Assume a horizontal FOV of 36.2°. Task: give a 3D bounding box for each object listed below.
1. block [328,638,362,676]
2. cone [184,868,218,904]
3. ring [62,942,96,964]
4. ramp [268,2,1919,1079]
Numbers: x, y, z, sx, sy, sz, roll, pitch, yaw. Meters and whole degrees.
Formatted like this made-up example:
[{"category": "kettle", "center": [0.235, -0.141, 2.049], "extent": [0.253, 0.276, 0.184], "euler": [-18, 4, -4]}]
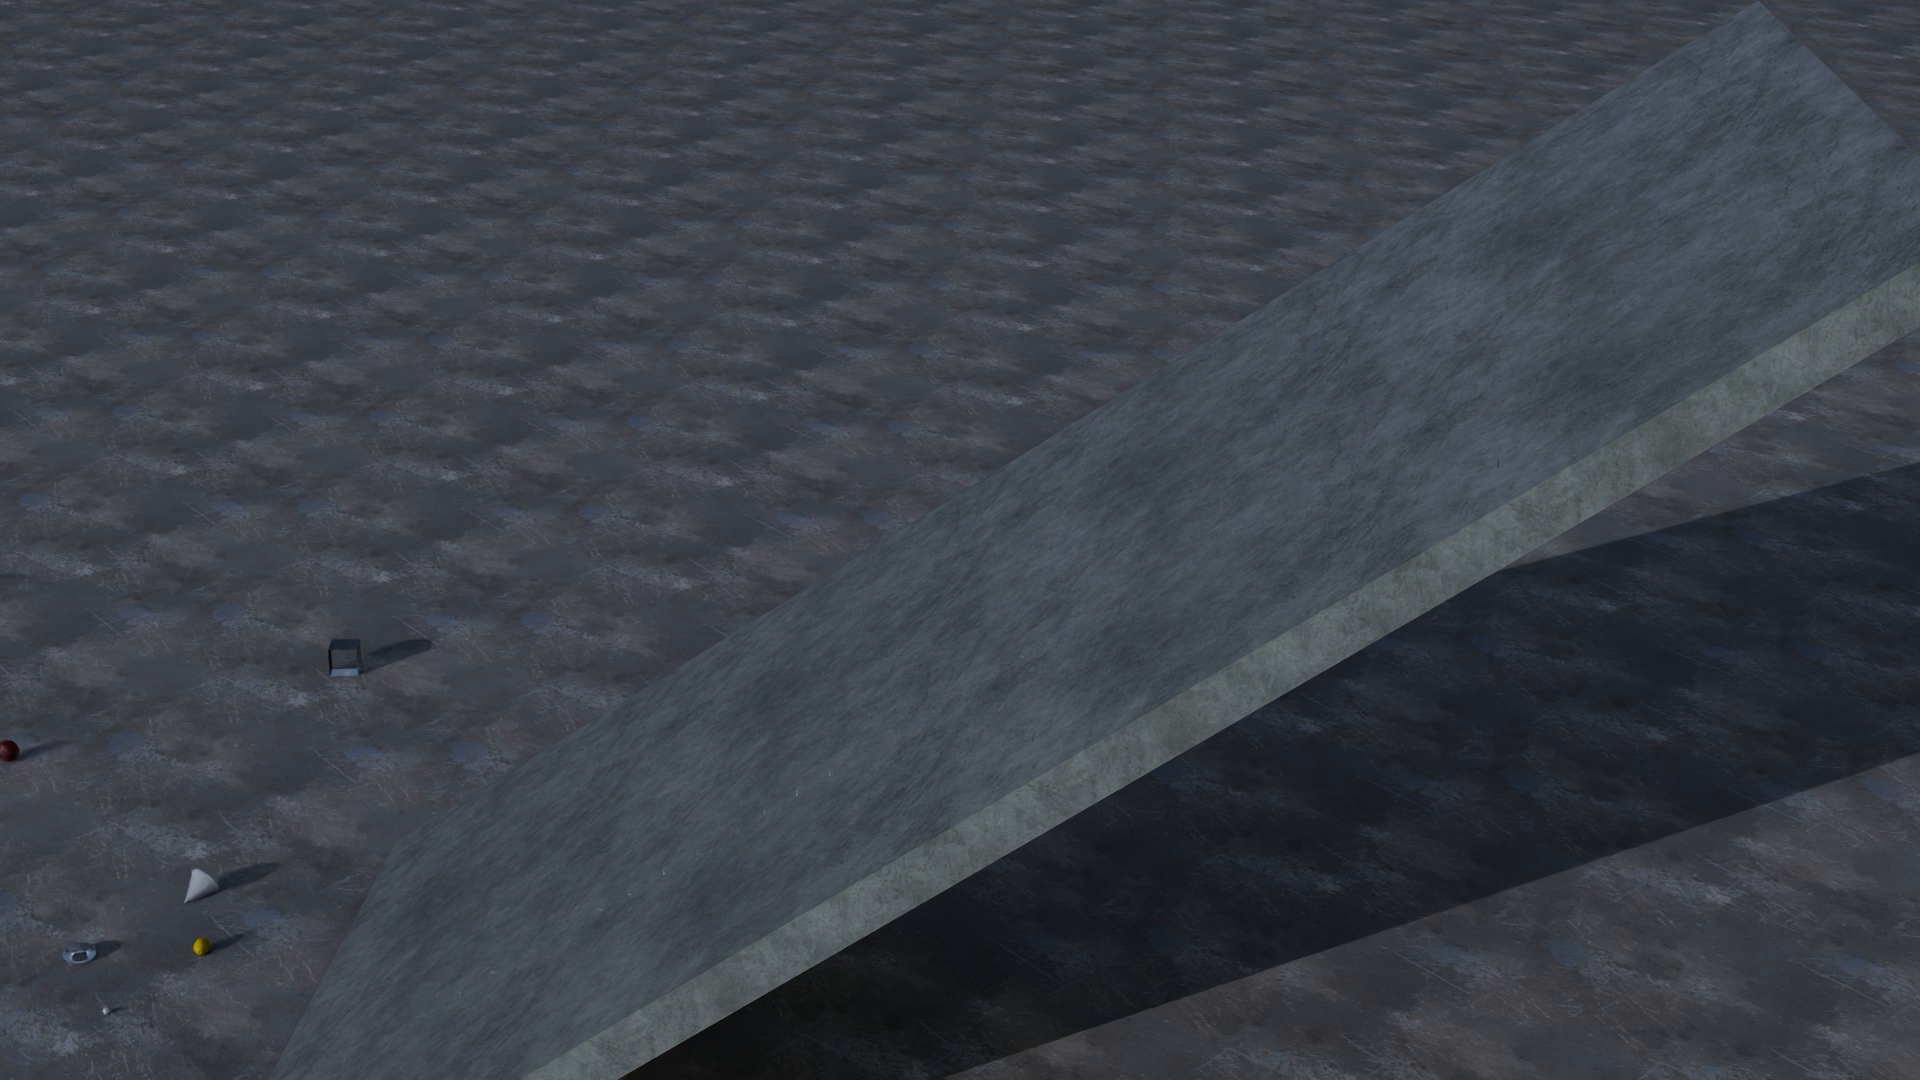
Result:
[{"category": "block", "center": [-1.876, 0.358, 8.970], "extent": [0.085, 0.085, 0.085], "euler": [-1, 21, -3]}, {"category": "cone", "center": [-1.974, 0.908, 7.588], "extent": [0.085, 0.085, 0.085], "euler": [14, 52, 32]}, {"category": "ring", "center": [-2.185, 1.025, 7.296], "extent": [0.082, 0.027, 0.082], "euler": [1, 21, 0]}, {"category": "ramp", "center": [0.138, 0.172, 6.300], "extent": [4.000, 0.100, 2.000], "euler": [-32, 16, 14]}]
